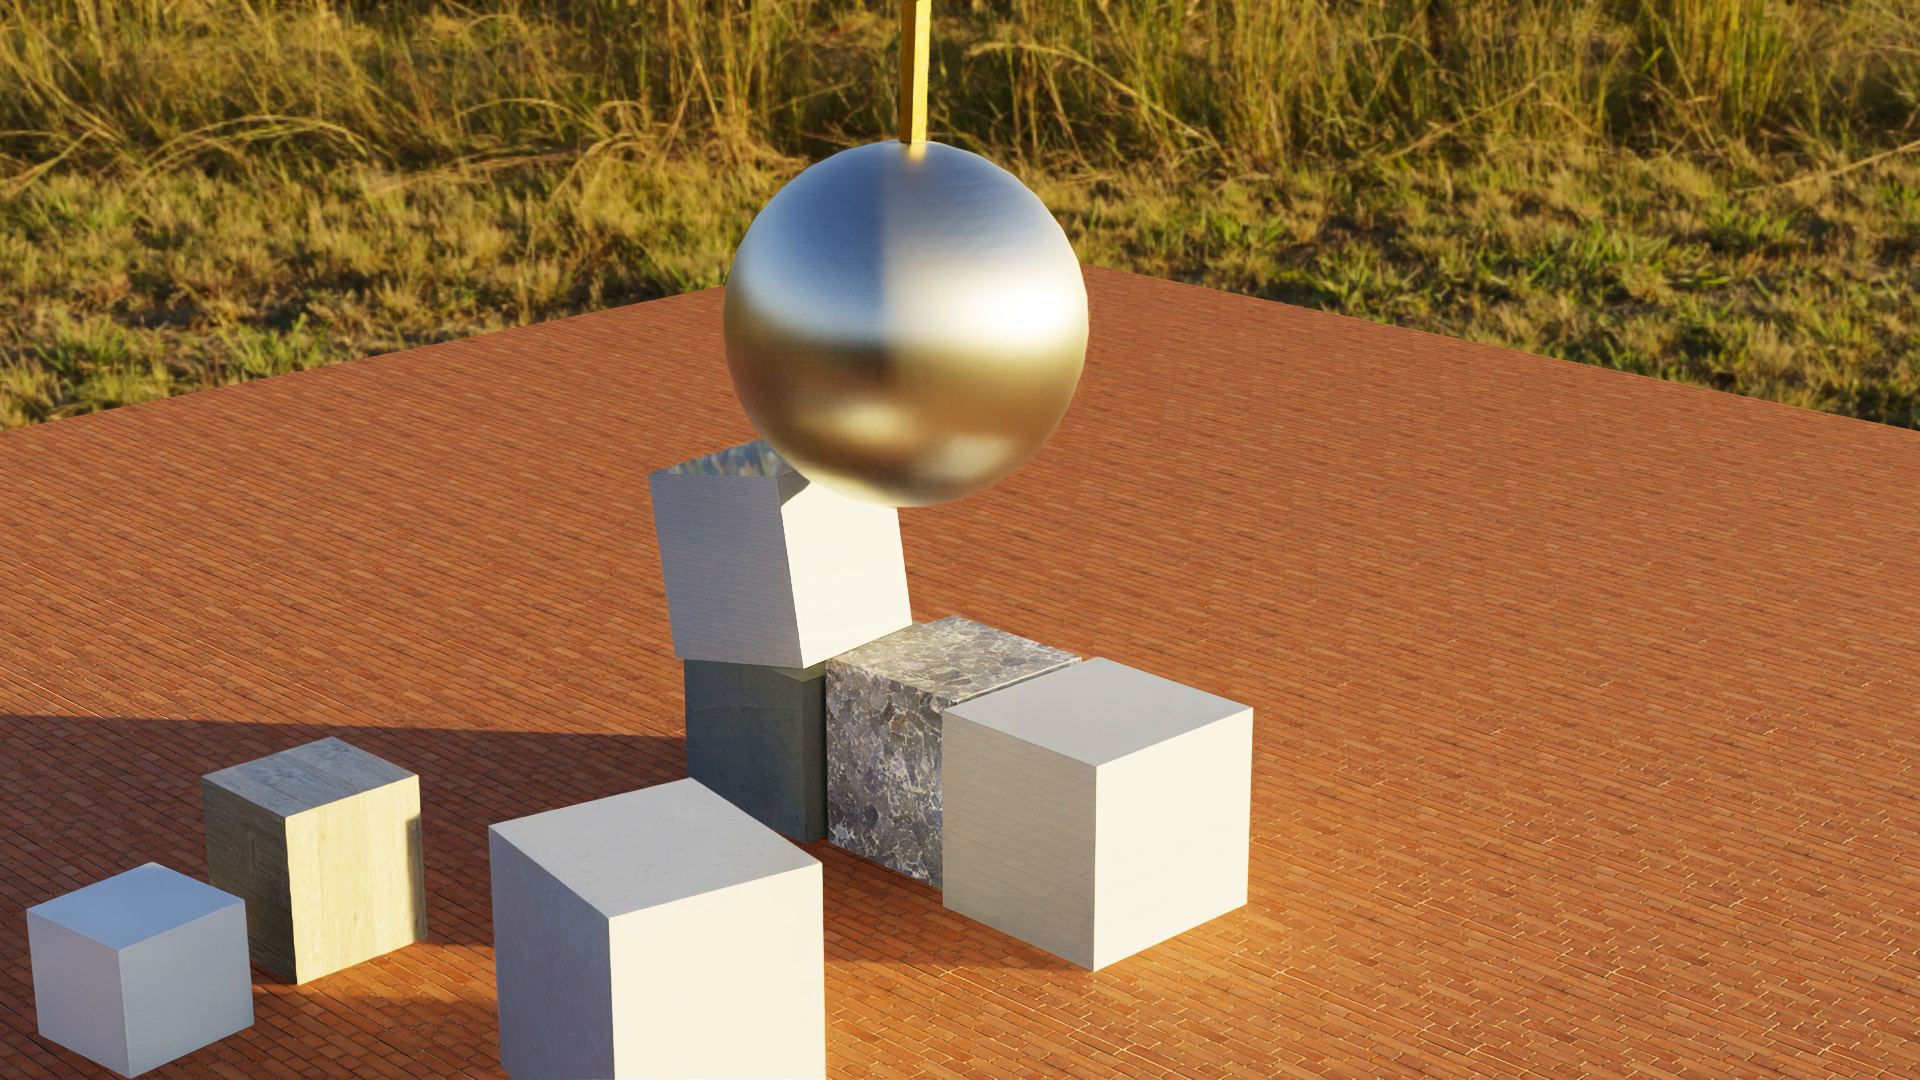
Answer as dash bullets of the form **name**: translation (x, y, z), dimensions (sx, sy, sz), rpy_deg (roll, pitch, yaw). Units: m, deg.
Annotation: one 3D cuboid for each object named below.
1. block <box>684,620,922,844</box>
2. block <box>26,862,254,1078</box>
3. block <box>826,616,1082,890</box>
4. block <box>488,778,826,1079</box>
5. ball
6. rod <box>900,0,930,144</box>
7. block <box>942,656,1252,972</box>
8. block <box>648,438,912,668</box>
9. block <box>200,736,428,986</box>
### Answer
- **block**: translation (-0.683, 0.847, 14.298), dimensions (0.967, 0.811, 0.884), rpy_deg (-16, 23, -41)
- **block**: translation (-3.321, 1.734, 11.898), dimensions (0.610, 0.556, 0.609), rpy_deg (14, 22, 37)
- **block**: translation (-0.031, 0.981, 13.669), dimensions (0.830, 0.932, 0.838), rpy_deg (-16, 24, -42)
- **block**: translation (-1.173, 1.655, 11.342), dimensions (0.893, 1.040, 1.022), rpy_deg (-11, 21, -32)
- **ball**: translation (-0.237, -0.940, 12.798), dimensions (1.600, 1.600, 1.600), rpy_deg (0, 17, 0)
- **rod**: translation (-0.103, -4.219, 11.908), dimensions (0.080, 5.200, 0.080), rpy_deg (17, 21, 42)
- **block**: translation (0.604, 1.188, 13.000), dimensions (0.998, 0.938, 0.929), rpy_deg (-16, 24, -42)
- **block**: translation (-0.842, 0.046, 13.808), dimensions (0.816, 0.893, 0.782), rpy_deg (2, 15, 39)
- **block**: translation (-2.791, 1.375, 12.694), dimensions (0.650, 0.765, 0.664), rpy_deg (17, 24, 42)
